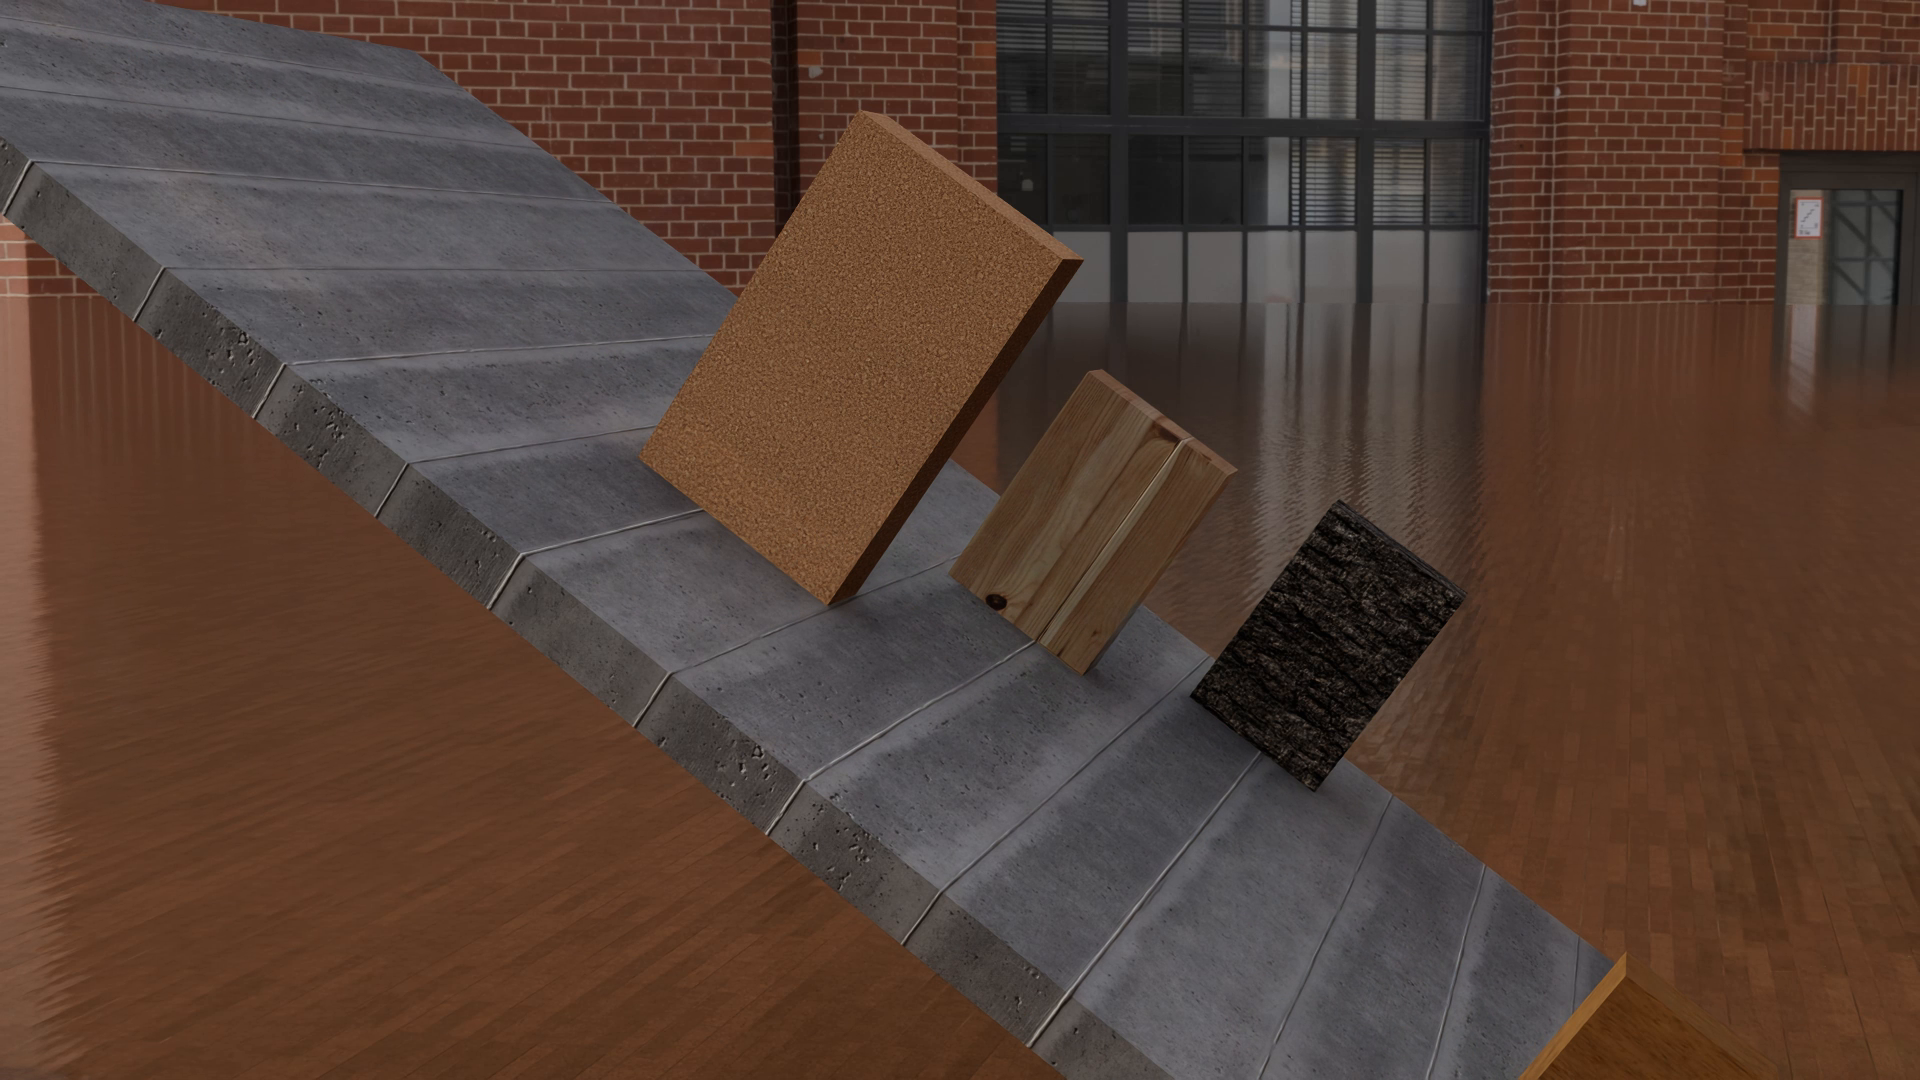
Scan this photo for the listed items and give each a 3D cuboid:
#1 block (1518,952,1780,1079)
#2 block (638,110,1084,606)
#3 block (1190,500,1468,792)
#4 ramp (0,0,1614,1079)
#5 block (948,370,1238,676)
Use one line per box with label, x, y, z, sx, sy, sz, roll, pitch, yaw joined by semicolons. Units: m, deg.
block;0.892;0.835;3.067;0.250;0.448;0.113;37;16;10
block;-0.176;-0.308;3.760;0.428;0.716;0.145;37;16;10
block;0.756;0.217;4.527;0.322;0.502;0.107;37;16;10
ramp;-0.089;0.160;4.081;4.000;0.100;2.000;37;16;10
block;0.256;-0.034;4.270;0.331;0.487;0.115;37;16;10
